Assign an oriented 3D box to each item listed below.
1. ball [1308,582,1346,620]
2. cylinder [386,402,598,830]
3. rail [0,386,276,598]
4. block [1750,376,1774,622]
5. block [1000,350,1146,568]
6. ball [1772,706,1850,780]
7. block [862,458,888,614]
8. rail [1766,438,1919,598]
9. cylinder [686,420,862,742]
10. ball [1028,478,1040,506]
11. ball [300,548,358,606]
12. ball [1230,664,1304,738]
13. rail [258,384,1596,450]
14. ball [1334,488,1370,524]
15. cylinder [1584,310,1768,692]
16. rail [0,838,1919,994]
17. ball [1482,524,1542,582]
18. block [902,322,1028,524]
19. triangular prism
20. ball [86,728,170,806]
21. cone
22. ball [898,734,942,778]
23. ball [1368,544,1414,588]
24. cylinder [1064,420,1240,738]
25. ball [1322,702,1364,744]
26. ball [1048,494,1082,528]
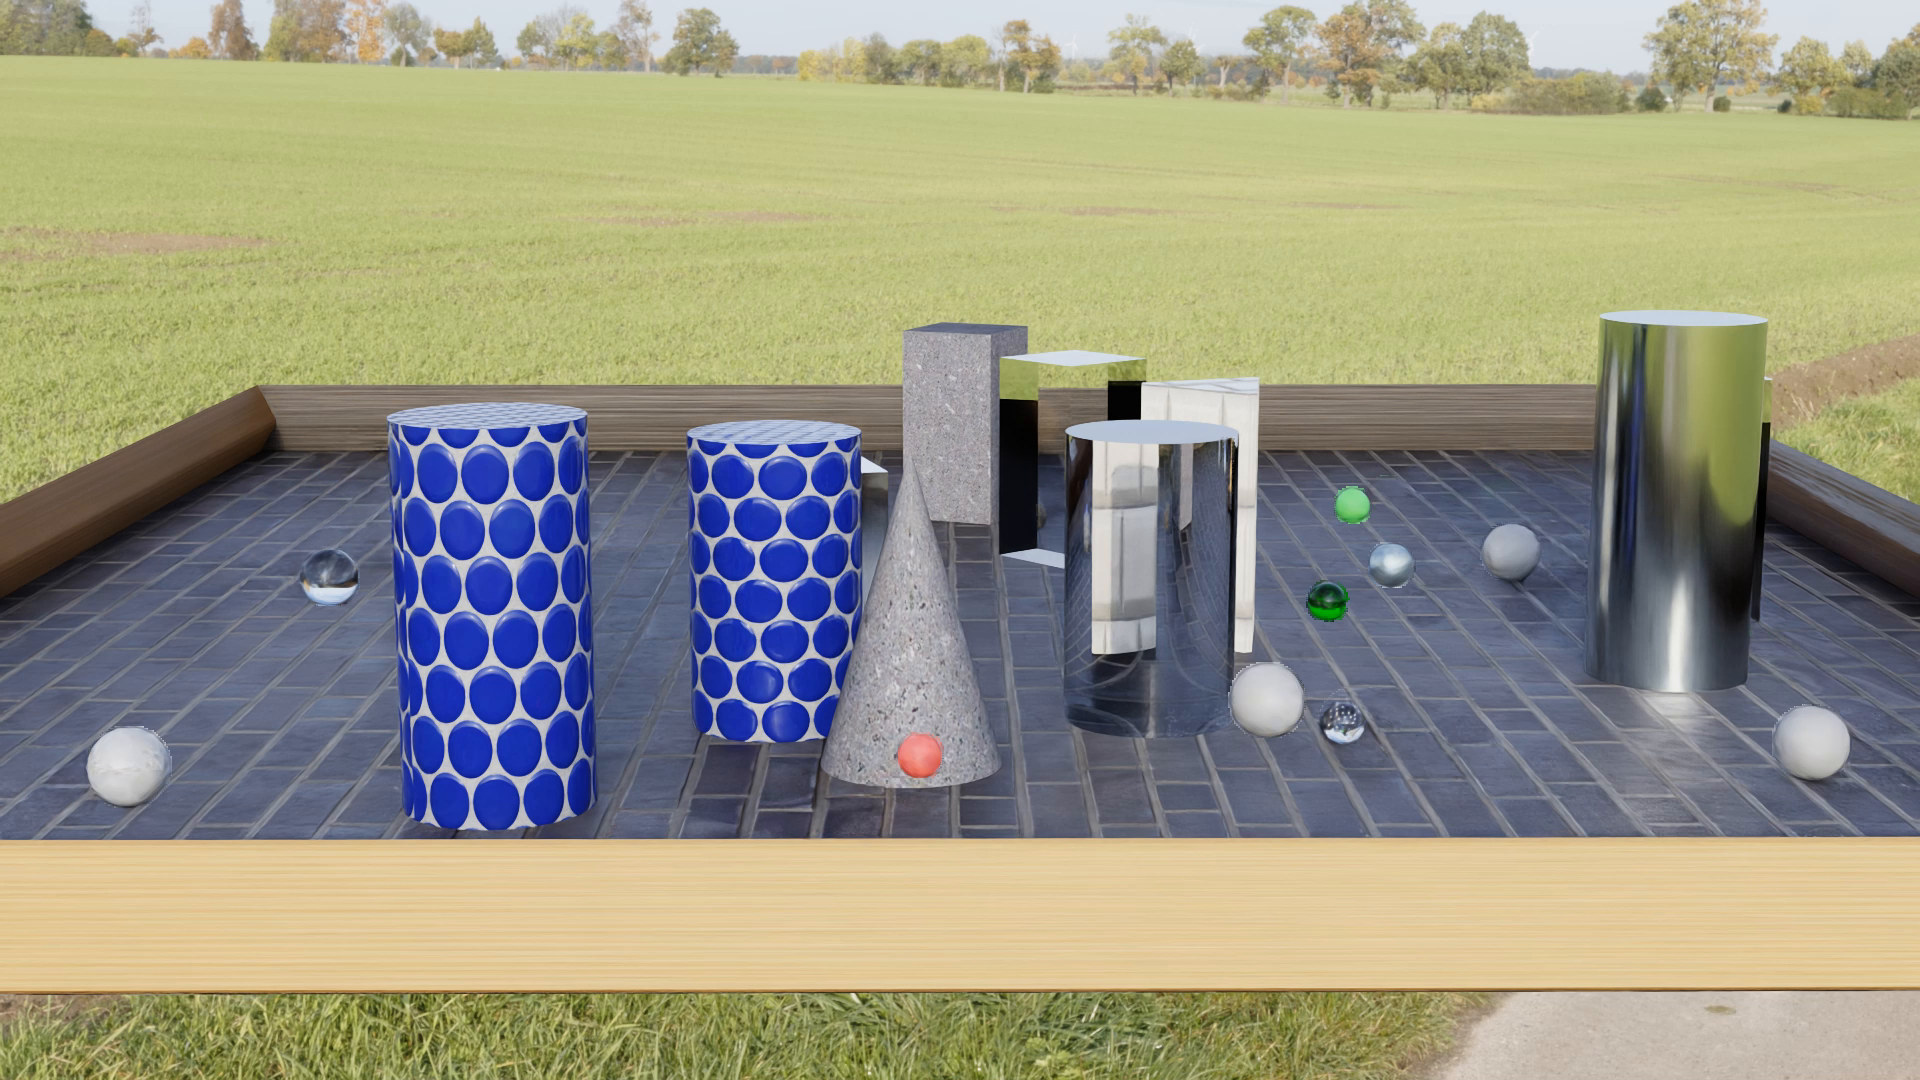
[{"bbox_3d":[0.486,0.081,3.390,0.051,0.051,0.051,0,11,0],"label":"ball"},{"bbox_3d":[-0.458,0.070,2.526,0.192,0.389,0.192,0,11,0],"label":"cylinder"},{"bbox_3d":[-1.300,0.033,3.442,0.045,0.125,2.900,0,11,0],"label":"rail"},{"bbox_3d":[0.975,-0.063,3.427,0.153,0.322,0.153,0,11,-2],"label":"block"},{"bbox_3d":[0.167,-0.123,3.814,0.153,0.297,0.153,-9,14,-40],"label":"block"},{"bbox_3d":[0.876,0.209,2.638,0.076,0.076,0.076,0,11,0],"label":"ball"},{"bbox_3d":[-0.181,0.031,3.128,0.153,0.247,0.153,-3,11,-16],"label":"block"},{"bbox_3d":[1.300,0.031,3.457,0.045,0.125,2.900,0,11,0],"label":"rail"},{"bbox_3d":[-0.204,0.042,2.850,0.192,0.327,0.192,0,11,0],"label":"cylinder"},{"bbox_3d":[0.107,-0.079,4.260,0.048,0.048,0.048,0,11,0],"label":"ball"},{"bbox_3d":[-0.856,0.050,3.483,0.078,0.078,0.078,0,11,0],"label":"ball"},{"bbox_3d":[0.336,0.175,2.804,0.081,0.081,0.081,0,11,0],"label":"ball"},{"bbox_3d":[-0.008,-0.229,4.851,2.647,0.125,0.045,0,11,0],"label":"rail"},{"bbox_3d":[0.628,-0.055,4.108,0.056,0.056,0.056,0,11,0],"label":"ball"},{"bbox_3d":[0.852,-0.051,3.064,0.192,0.430,0.192,0,11,0],"label":"cylinder"},{"bbox_3d":[0.008,0.293,2.047,2.647,0.125,0.045,0,11,0],"label":"rail"},{"bbox_3d":[0.785,0.018,3.649,0.082,0.082,0.082,0,11,0],"label":"ball"},{"bbox_3d":[0.009,-0.193,4.171,0.153,0.304,0.153,5,12,24],"label":"block"},{"bbox_3d":[0.339,-0.039,3.287,0.166,0.326,0.144,8,13,37],"label":"triangular prism"},{"bbox_3d":[-0.825,0.225,2.544,0.079,0.079,0.079,0,11,0],"label":"ball"},{"bbox_3d":[-0.052,0.070,2.674,0.192,0.335,0.192,0,11,0],"label":"cone"},{"bbox_3d":[-0.040,0.218,2.591,0.045,0.045,0.045,0,11,0],"label":"ball"},{"bbox_3d":[0.606,0.036,3.607,0.062,0.062,0.062,0,11,0],"label":"ball"},{"bbox_3d":[0.212,0.040,2.867,0.192,0.325,0.192,0,11,0],"label":"cylinder"},{"bbox_3d":[0.415,0.198,2.778,0.046,0.046,0.046,0,11,0],"label":"ball"},{"bbox_3d":[0.167,-0.047,4.075,0.054,0.054,0.054,0,11,0],"label":"ball"}]
